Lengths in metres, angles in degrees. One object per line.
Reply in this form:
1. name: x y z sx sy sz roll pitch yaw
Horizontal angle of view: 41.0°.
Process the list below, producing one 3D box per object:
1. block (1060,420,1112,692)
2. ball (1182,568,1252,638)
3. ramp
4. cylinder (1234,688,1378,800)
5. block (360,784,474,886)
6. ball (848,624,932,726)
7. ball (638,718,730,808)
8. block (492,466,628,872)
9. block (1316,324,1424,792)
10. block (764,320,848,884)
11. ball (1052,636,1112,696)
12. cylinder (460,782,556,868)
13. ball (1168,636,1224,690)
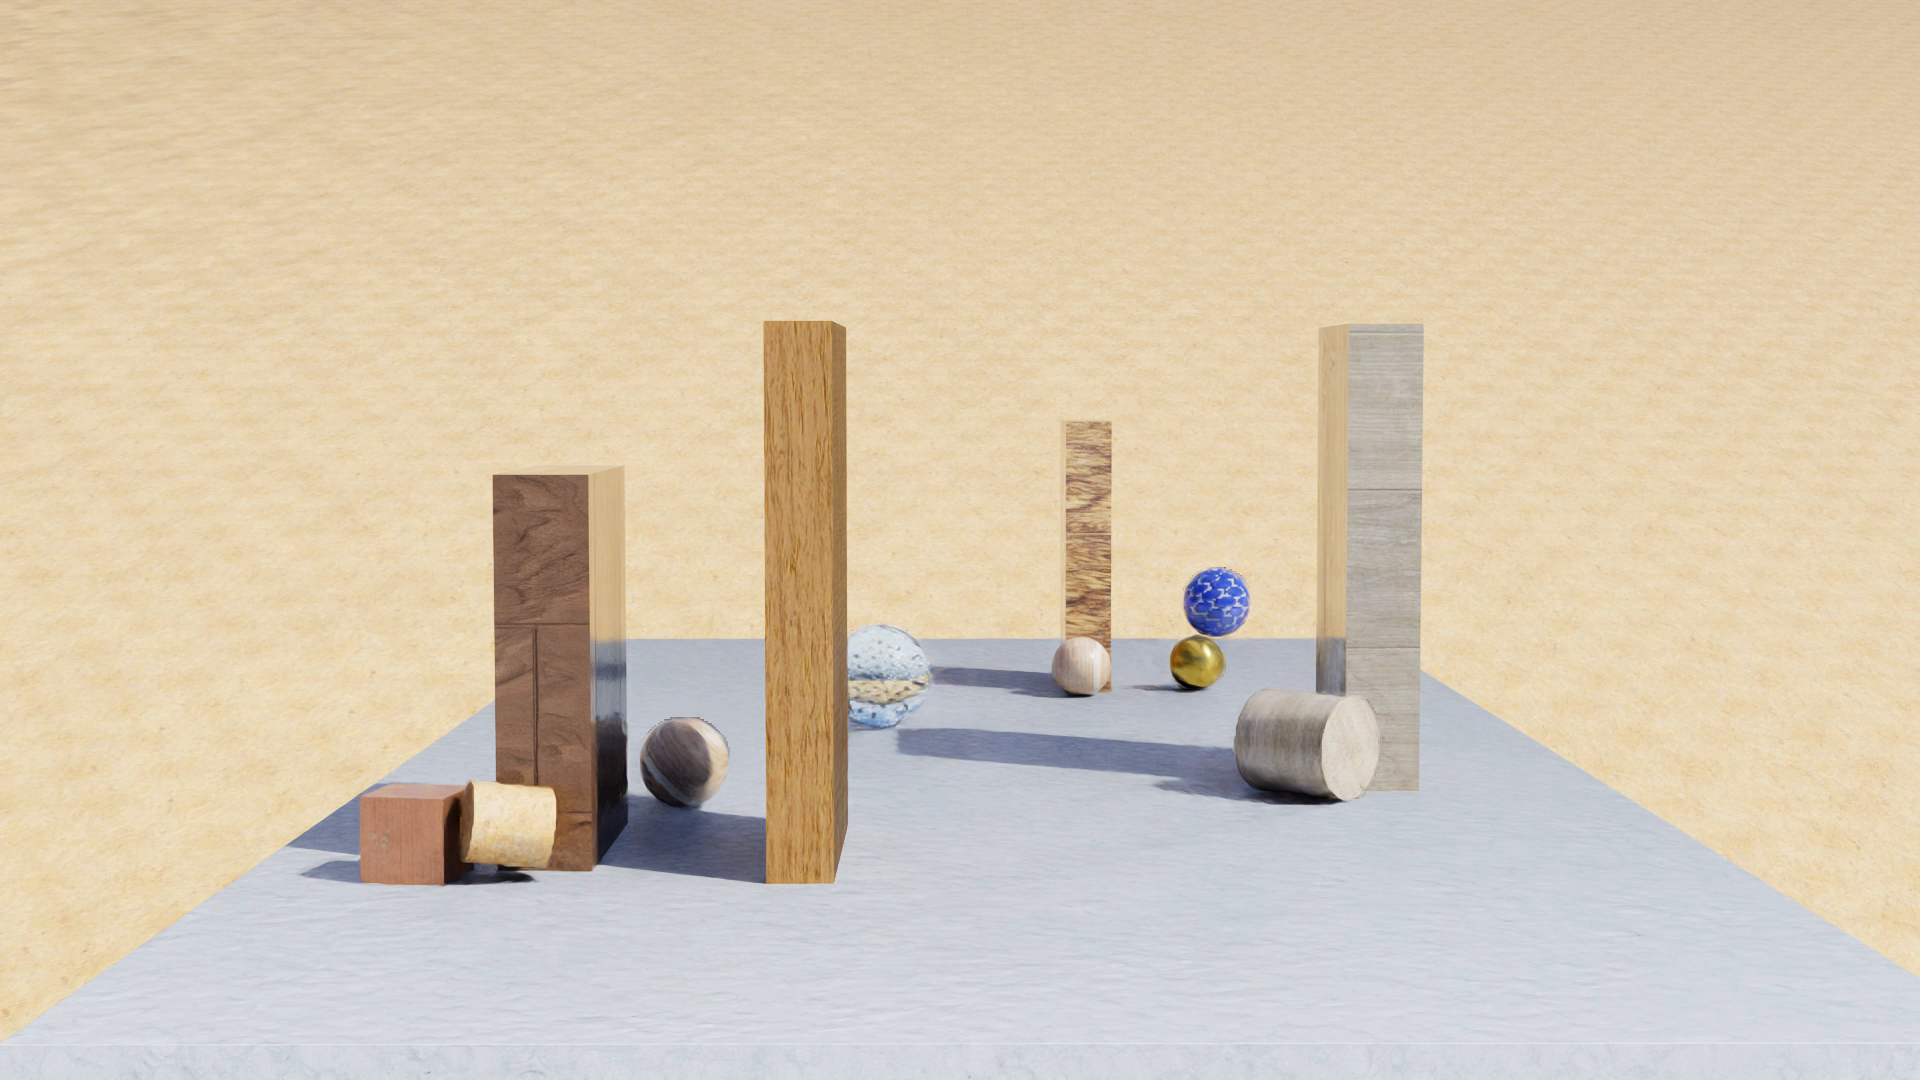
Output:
1. block: 0.269 0.027 5.523 0.096 0.569 0.292 0 4 0
2. ball: 0.654 0.161 6.545 0.175 0.175 0.175 0 20 0
3. ramp: 0.047 0.424 4.534 2.000 0.100 4.000 0 4 0
4. cylinder: 0.545 0.320 4.039 0.162 0.162 0.162 3 17 42
5. block: -0.716 0.388 3.392 0.113 0.113 0.113 1 4 9
6. ball: -0.151 0.257 4.857 0.193 0.193 0.193 0 20 0
7. ball: -0.423 0.342 3.938 0.138 0.138 0.138 0 20 0
8. block: -0.555 0.166 3.596 0.127 0.530 0.373 0 4 0
9. block: 0.672 0.019 4.238 0.118 0.743 0.336 0 4 0
10. block: -0.209 0.070 3.535 0.088 0.730 0.436 0 4 0
11. ball: 0.252 0.262 5.329 0.123 0.123 0.123 0 20 0
12. cylinder: -0.592 0.372 3.355 0.106 0.106 0.106 7 17 -19
13. ball: 0.500 0.259 5.434 0.116 0.116 0.116 0 20 0
